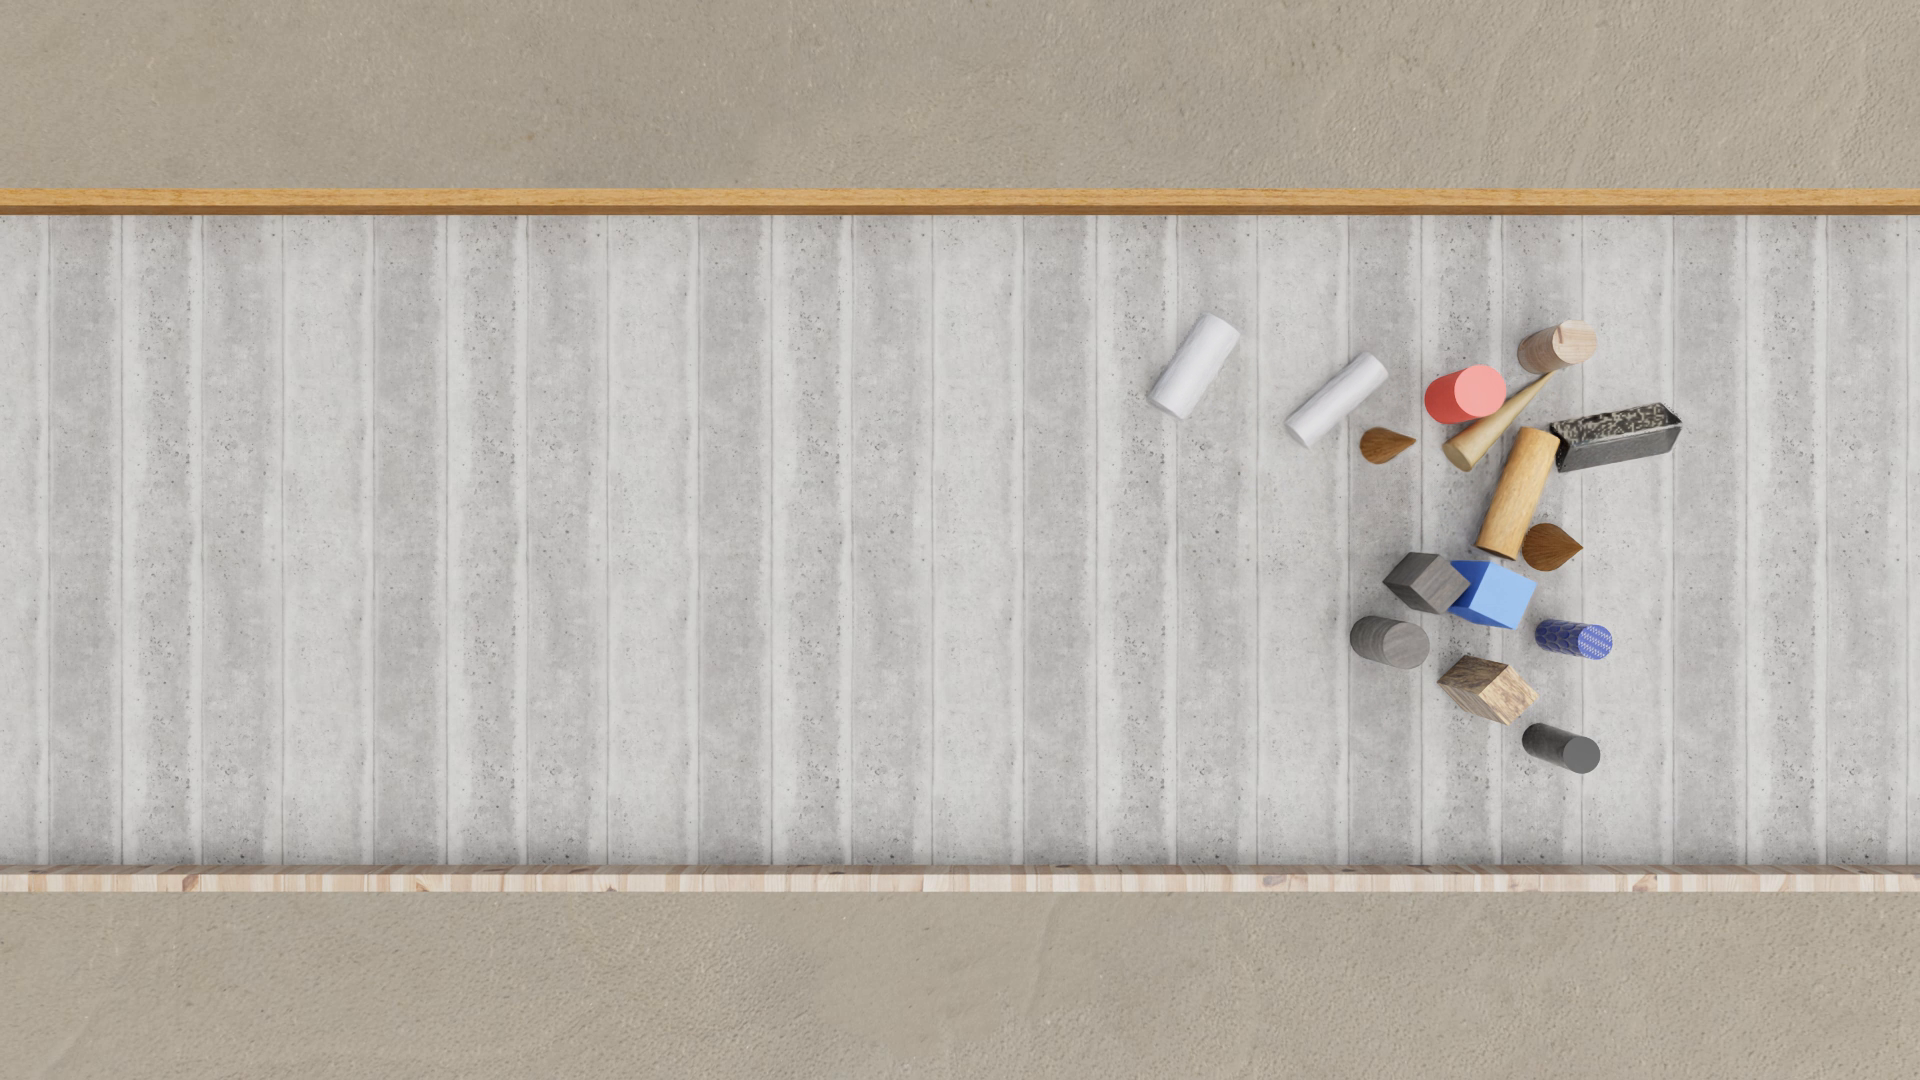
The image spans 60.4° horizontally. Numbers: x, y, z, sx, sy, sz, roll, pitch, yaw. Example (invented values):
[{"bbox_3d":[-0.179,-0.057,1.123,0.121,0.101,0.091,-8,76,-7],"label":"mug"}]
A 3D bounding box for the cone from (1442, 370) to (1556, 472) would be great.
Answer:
[{"bbox_3d":[1.684,-0.398,5.048,0.460,0.116,0.116,-40,90,-7],"label":"cone"}]

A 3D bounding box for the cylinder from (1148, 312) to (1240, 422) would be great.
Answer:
[{"bbox_3d":[0.711,-0.524,5.011,0.132,0.132,0.311,33,90,0],"label":"cylinder"}]

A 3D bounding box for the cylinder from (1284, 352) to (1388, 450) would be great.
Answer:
[{"bbox_3d":[1.145,-0.424,5.022,0.328,0.108,0.108,-42,90,0],"label":"cylinder"}]

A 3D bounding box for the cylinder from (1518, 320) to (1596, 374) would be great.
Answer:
[{"bbox_3d":[1.779,-0.574,4.924,0.129,0.304,0.129,0,90,0],"label":"cylinder"}]

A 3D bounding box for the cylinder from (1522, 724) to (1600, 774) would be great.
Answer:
[{"bbox_3d":[1.783,0.617,4.903,0.108,0.346,0.108,0,90,0],"label":"cylinder"}]

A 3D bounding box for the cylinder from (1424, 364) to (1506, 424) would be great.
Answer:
[{"bbox_3d":[1.505,-0.431,4.923,0.150,0.307,0.150,0,90,0],"label":"cylinder"}]

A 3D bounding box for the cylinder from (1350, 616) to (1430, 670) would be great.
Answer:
[{"bbox_3d":[1.267,0.301,4.879,0.134,0.396,0.134,0,90,0],"label":"cylinder"}]

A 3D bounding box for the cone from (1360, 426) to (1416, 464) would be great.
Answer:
[{"bbox_3d":[1.295,-0.288,4.883,0.114,0.381,0.114,0,91,-3],"label":"cone"}]

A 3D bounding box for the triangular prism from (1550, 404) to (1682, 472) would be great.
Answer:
[{"bbox_3d":[1.996,-0.314,5.006,0.346,0.133,0.154,-11,90,0],"label":"triangular prism"}]

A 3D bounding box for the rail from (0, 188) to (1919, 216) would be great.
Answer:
[{"bbox_3d":[-2.247,-1.025,5.002,12.000,0.150,0.050,0,90,0],"label":"rail"}]

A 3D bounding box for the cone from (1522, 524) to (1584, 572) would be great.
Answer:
[{"bbox_3d":[1.803,0.022,4.920,0.149,0.312,0.149,0,90,0],"label":"cone"}]

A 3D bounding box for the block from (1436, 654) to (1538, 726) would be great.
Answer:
[{"bbox_3d":[1.552,0.439,4.870,0.122,0.413,0.122,-44,90,0],"label":"block"}]

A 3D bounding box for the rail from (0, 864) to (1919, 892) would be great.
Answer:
[{"bbox_3d":[-2.247,1.025,5.001,12.000,0.150,0.050,0,90,0],"label":"rail"}]

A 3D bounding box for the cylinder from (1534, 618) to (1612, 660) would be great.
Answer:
[{"bbox_3d":[1.819,0.293,4.900,0.101,0.353,0.101,0,90,0],"label":"cylinder"}]

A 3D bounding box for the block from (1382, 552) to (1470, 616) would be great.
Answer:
[{"bbox_3d":[1.385,0.127,4.910,0.125,0.331,0.125,43,91,0],"label":"block"}]

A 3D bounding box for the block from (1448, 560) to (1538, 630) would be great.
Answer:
[{"bbox_3d":[1.550,0.160,4.891,0.147,0.370,0.147,25,90,0],"label":"block"}]

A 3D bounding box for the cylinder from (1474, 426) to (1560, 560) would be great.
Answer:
[{"bbox_3d":[1.695,-0.142,5.014,0.124,0.124,0.388,21,90,0],"label":"cylinder"}]
